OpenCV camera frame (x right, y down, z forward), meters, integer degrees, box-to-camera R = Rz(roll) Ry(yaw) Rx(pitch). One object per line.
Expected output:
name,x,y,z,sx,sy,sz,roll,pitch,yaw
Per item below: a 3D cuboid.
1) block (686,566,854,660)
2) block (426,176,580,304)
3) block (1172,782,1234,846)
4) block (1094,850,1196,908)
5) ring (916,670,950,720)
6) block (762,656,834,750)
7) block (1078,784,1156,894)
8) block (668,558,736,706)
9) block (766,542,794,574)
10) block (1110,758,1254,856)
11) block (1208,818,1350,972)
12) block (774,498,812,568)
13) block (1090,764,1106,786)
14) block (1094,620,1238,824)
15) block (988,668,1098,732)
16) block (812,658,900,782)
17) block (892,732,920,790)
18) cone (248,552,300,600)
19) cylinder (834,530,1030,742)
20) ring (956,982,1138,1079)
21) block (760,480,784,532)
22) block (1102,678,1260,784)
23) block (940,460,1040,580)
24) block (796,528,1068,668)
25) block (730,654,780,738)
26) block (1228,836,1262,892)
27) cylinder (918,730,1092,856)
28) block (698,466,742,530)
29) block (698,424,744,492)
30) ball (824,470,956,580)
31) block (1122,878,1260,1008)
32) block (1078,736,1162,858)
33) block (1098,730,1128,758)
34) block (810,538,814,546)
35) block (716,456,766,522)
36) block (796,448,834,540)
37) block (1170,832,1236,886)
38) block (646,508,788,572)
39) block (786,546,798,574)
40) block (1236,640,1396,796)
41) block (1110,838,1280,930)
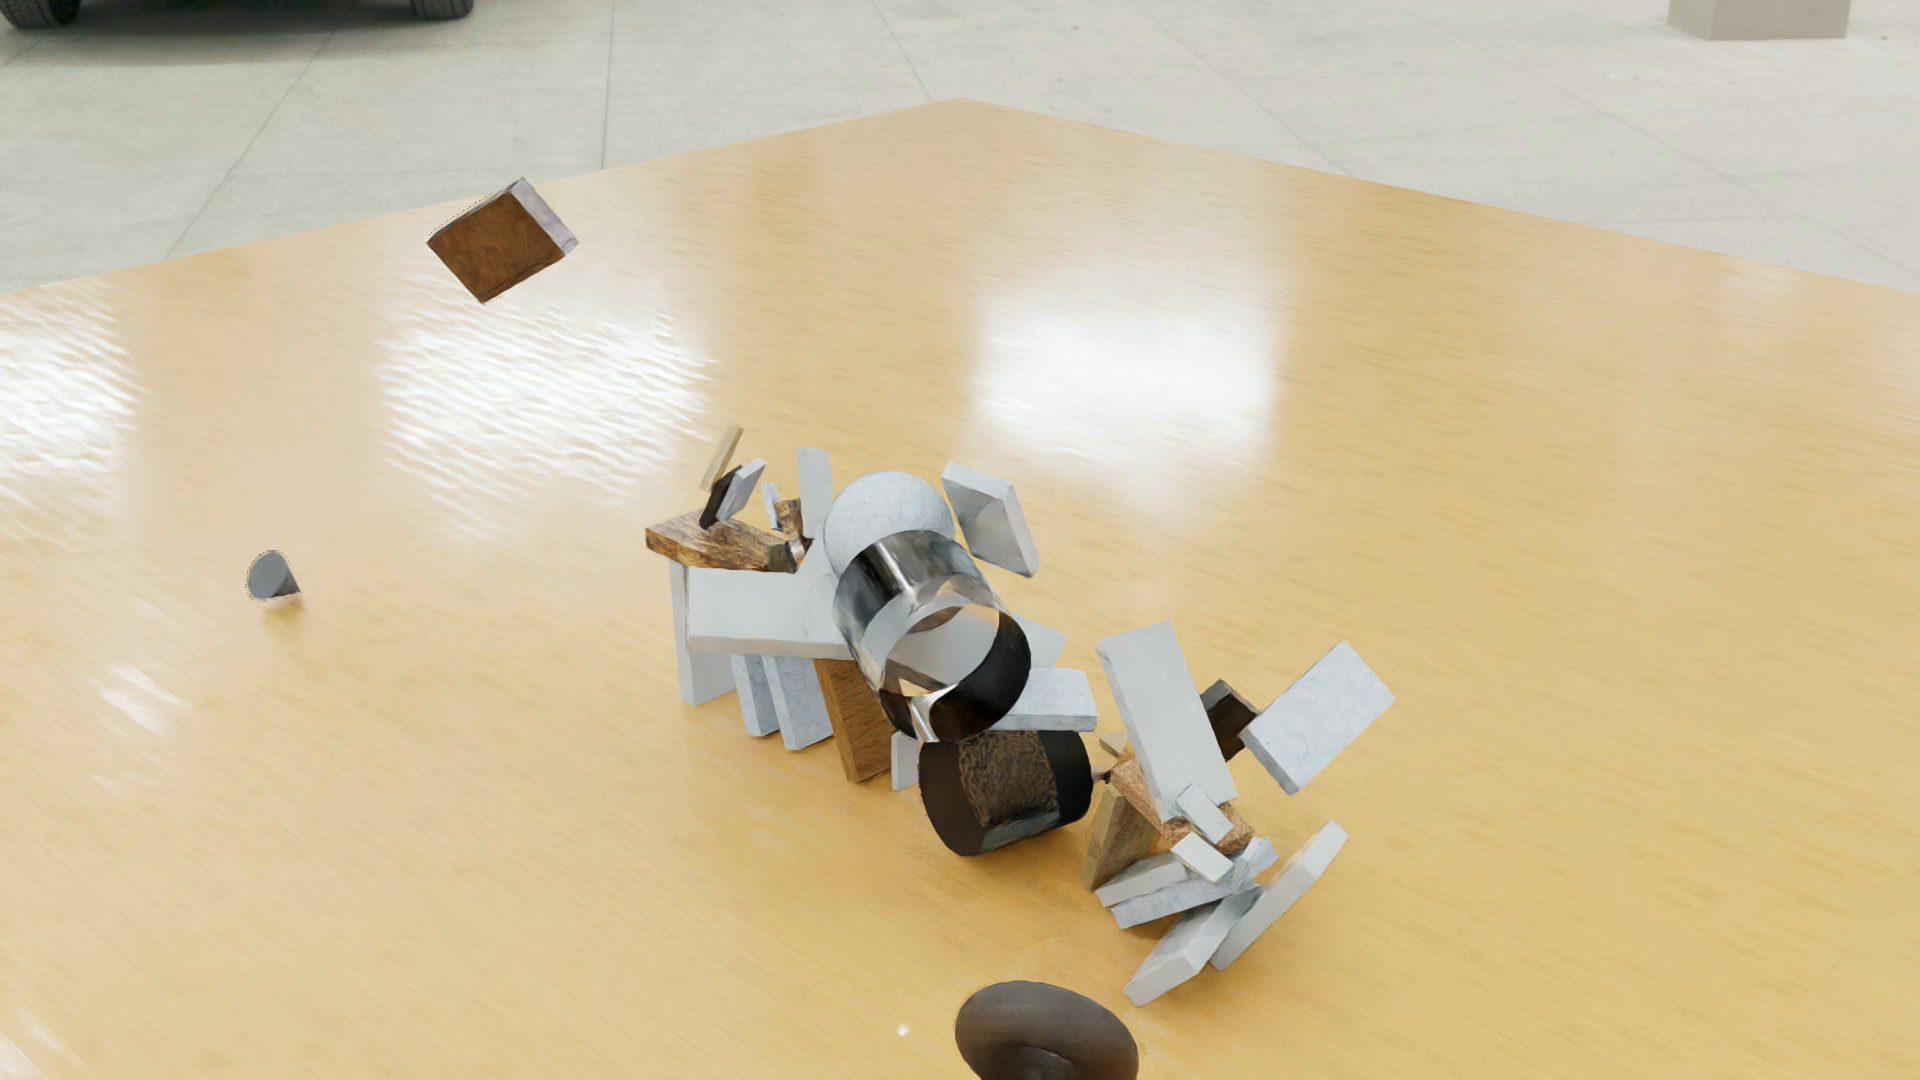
block,-0.366,0.147,4.372,0.349,0.049,0.175,4,48,-11
block,-0.961,-0.624,4.612,0.349,0.175,0.049,-17,30,46
block,0.432,0.488,3.912,0.052,0.015,0.104,-39,84,-27
block,0.374,0.609,4.066,0.127,0.036,0.254,-26,-3,-40
ring,0.004,0.338,4.879,0.206,0.069,0.206,0,22,0
block,-0.341,0.287,4.714,0.146,0.293,0.041,-21,11,-41
block,0.309,0.547,4.145,0.127,0.254,0.036,-15,44,-31
block,-0.553,0.181,4.894,0.171,0.342,0.048,-21,28,-41
block,-0.379,0.058,4.641,0.051,0.103,0.015,-11,15,-27
block,0.403,0.482,4.000,0.127,0.036,0.254,-22,47,-29
block,0.560,0.632,3.907,0.043,0.305,0.153,42,38,8
block,-0.329,0.007,4.636,0.027,0.190,0.095,-23,-4,17
block,0.239,0.498,4.561,0.063,0.018,0.125,18,29,40
block,0.374,0.328,3.989,0.143,0.347,0.040,-14,-16,-22
block,0.116,0.313,4.311,0.285,0.040,0.143,1,35,-12
block,-0.207,0.340,4.591,0.146,0.292,0.041,-21,9,-41
block,-0.112,0.450,4.540,0.018,0.125,0.063,21,31,41
cone,-1.658,0.108,5.395,0.120,0.120,0.120,15,-13,31
cylinder,-0.056,0.179,4.163,0.296,0.296,0.296,-8,30,-18
ring,0.136,0.800,3.472,0.298,0.298,0.099,7,50,16
block,-0.391,-0.070,4.619,0.015,0.103,0.051,-19,-13,17
block,0.446,0.417,4.336,0.308,0.154,0.044,-41,41,12
block,0.062,-0.037,4.344,0.143,0.285,0.040,21,65,27
block,-0.070,0.163,4.508,0.558,0.049,0.175,24,54,3
block,-0.416,0.235,4.767,0.171,0.342,0.048,-22,17,-41
block,0.493,0.561,3.807,0.015,0.104,0.052,28,52,14
cylinder,0.088,0.470,4.335,0.248,0.248,0.248,-14,27,-29
block,-0.514,-0.091,4.760,0.022,0.154,0.077,41,47,10
block,-0.510,-0.175,4.705,0.022,0.154,0.077,26,2,3
ball,-0.140,-0.008,4.364,0.263,0.263,0.263,0,23,0
block,0.415,0.708,3.916,0.153,0.043,0.305,-39,-1,35
block,0.348,0.483,4.193,0.154,0.308,0.044,-1,34,-36
block,0.357,0.447,4.685,0.063,0.018,0.125,-14,27,-29
block,-0.244,0.077,4.576,0.095,0.027,0.190,-7,57,-17
block,-0.473,-0.108,4.740,0.022,0.154,0.077,42,46,10
block,-0.303,-0.096,4.642,0.027,0.190,0.095,-8,-6,24
block,0.425,0.558,3.848,0.052,0.015,0.104,-37,51,-22
block,-0.509,0.019,4.774,0.342,0.048,0.171,21,31,40
block,-0.334,0.063,4.622,0.015,0.103,0.051,-23,-9,17
block,0.690,0.341,4.239,0.308,0.044,0.154,-37,83,-30
block,0.424,0.625,3.996,0.153,0.043,0.305,-26,-3,-40
